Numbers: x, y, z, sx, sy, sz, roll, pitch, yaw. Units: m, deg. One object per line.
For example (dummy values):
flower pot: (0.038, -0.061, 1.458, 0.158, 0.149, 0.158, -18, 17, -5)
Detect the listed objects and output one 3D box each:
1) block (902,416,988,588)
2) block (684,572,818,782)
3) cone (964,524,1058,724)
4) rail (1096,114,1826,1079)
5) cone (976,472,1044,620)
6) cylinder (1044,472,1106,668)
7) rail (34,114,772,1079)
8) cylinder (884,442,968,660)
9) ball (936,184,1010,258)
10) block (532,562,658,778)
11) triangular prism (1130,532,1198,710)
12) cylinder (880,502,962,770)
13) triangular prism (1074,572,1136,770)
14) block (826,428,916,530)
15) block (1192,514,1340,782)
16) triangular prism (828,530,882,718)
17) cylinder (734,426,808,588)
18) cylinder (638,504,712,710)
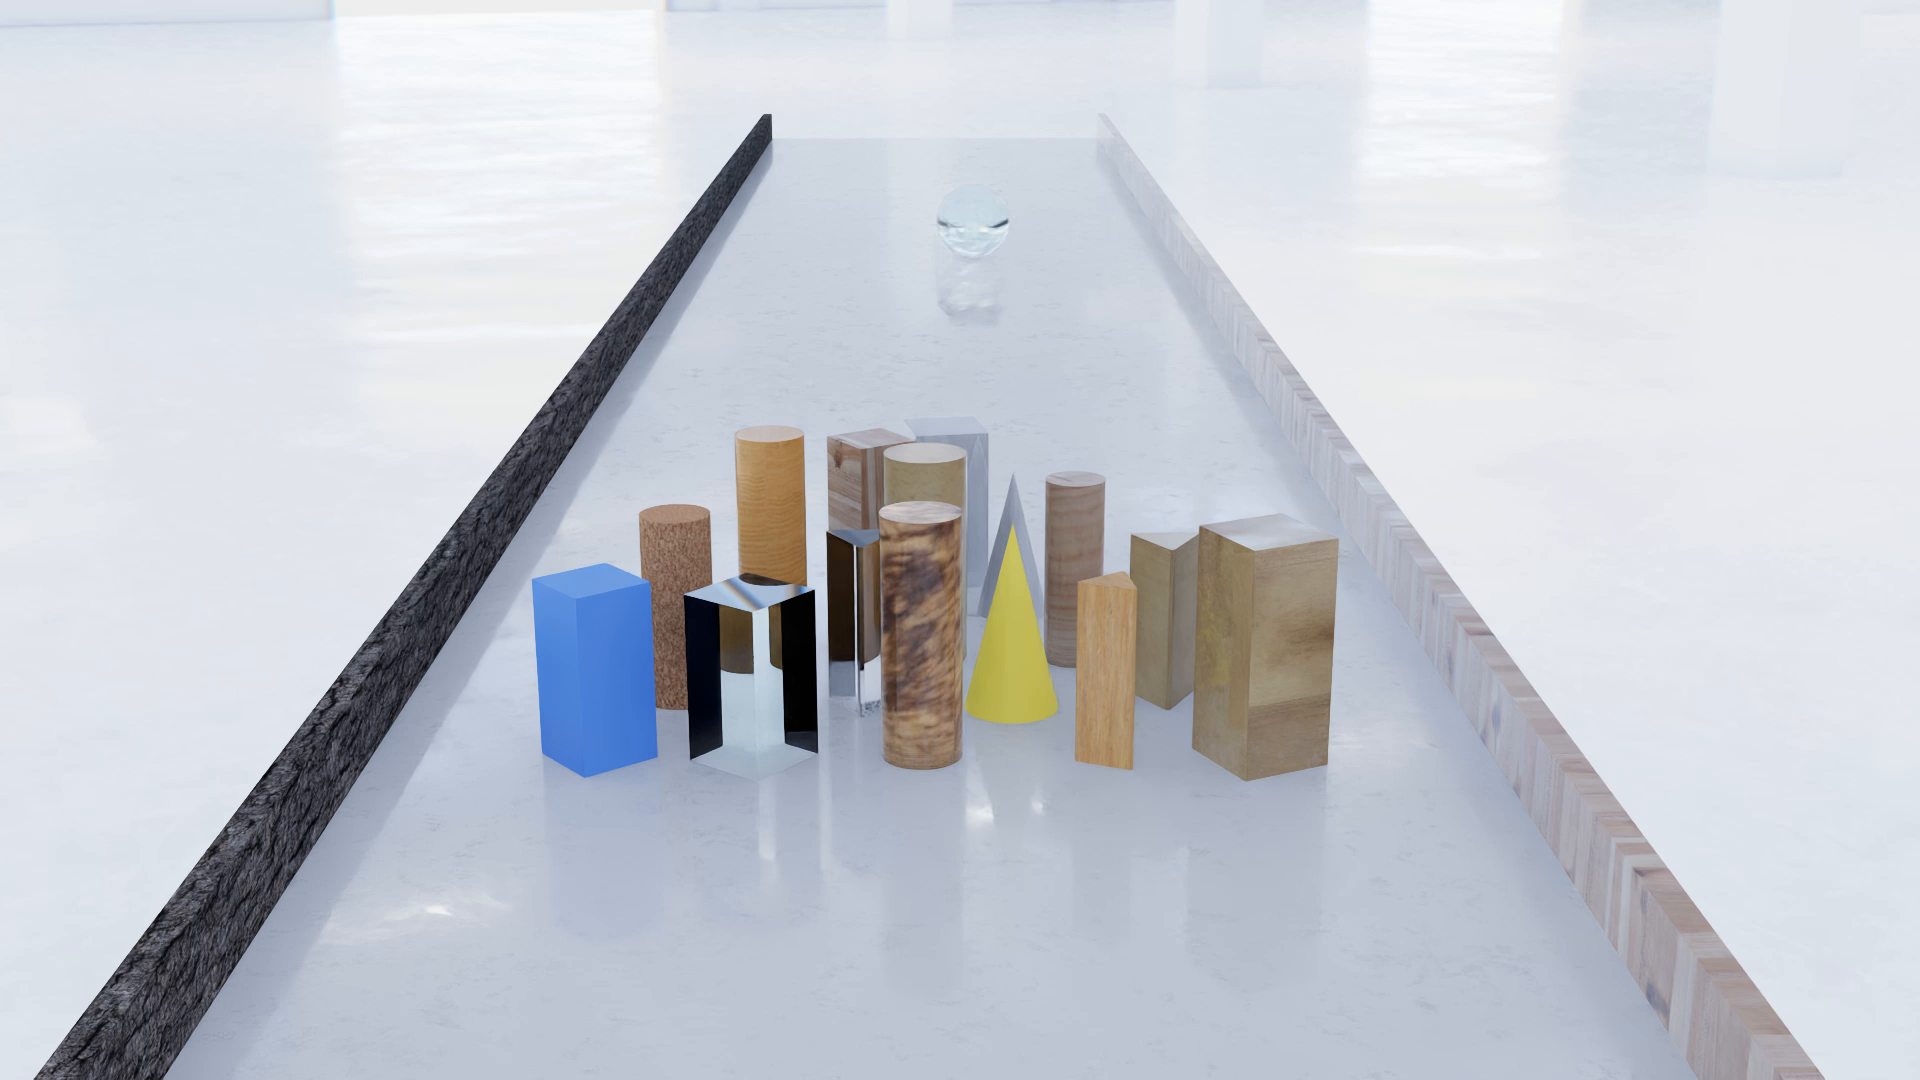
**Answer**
block: (-0.032, -0.083, 4.894, 0.161, 0.349, 0.161, -3, 17, -11)
block: (-0.367, 0.239, 3.880, 0.162, 0.310, 0.162, 12, 21, 36)
cone: (0.097, 0.142, 4.115, 0.178, 0.361, 0.178, 0, 17, 0)
rail: (0.932, -0.844, 7.801, 0.050, 0.150, 12.000, 0, 17, -1)
cone: (0.112, 0.003, 4.672, 0.154, 0.309, 0.154, 0, 17, 0)
cylinder: (0.227, 0.059, 4.374, 0.118, 0.374, 0.118, 0, 17, 0)
rail: (-1.118, -0.838, 7.780, 0.050, 0.150, 12.000, 0, 17, -1)
cylinder: (-0.068, 0.030, 4.385, 0.165, 0.421, 0.165, 0, 17, 0)
ball: (0.054, -1.330, 9.161, 0.307, 0.307, 0.307, 0, 17, 0)
block: (-0.644, 0.228, 3.886, 0.149, 0.328, 0.149, -13, 21, -38)
triangular prism: (0.405, 0.146, 4.182, 0.111, 0.316, 0.128, -10, 19, -31)
cylinder: (-0.068, 0.168, 3.872, 0.145, 0.451, 0.145, 0, 17, 0)
triangular prism: (0.271, 0.226, 3.881, 0.106, 0.333, 0.092, 7, 18, 22)
block: (-0.185, -0.027, 4.639, 0.135, 0.387, 0.135, -11, 20, -32)
block: (0.534, 0.186, 3.868, 0.173, 0.419, 0.173, -8, 18, -25)
triangular prism: (-0.167, 0.149, 4.145, 0.113, 0.332, 0.130, -10, 19, -30)
cylinder: (-0.376, 0.009, 4.395, 0.137, 0.457, 0.137, 0, 17, 0)
cylinder: (-0.533, 0.126, 4.159, 0.133, 0.367, 0.133, 0, 17, 0)
